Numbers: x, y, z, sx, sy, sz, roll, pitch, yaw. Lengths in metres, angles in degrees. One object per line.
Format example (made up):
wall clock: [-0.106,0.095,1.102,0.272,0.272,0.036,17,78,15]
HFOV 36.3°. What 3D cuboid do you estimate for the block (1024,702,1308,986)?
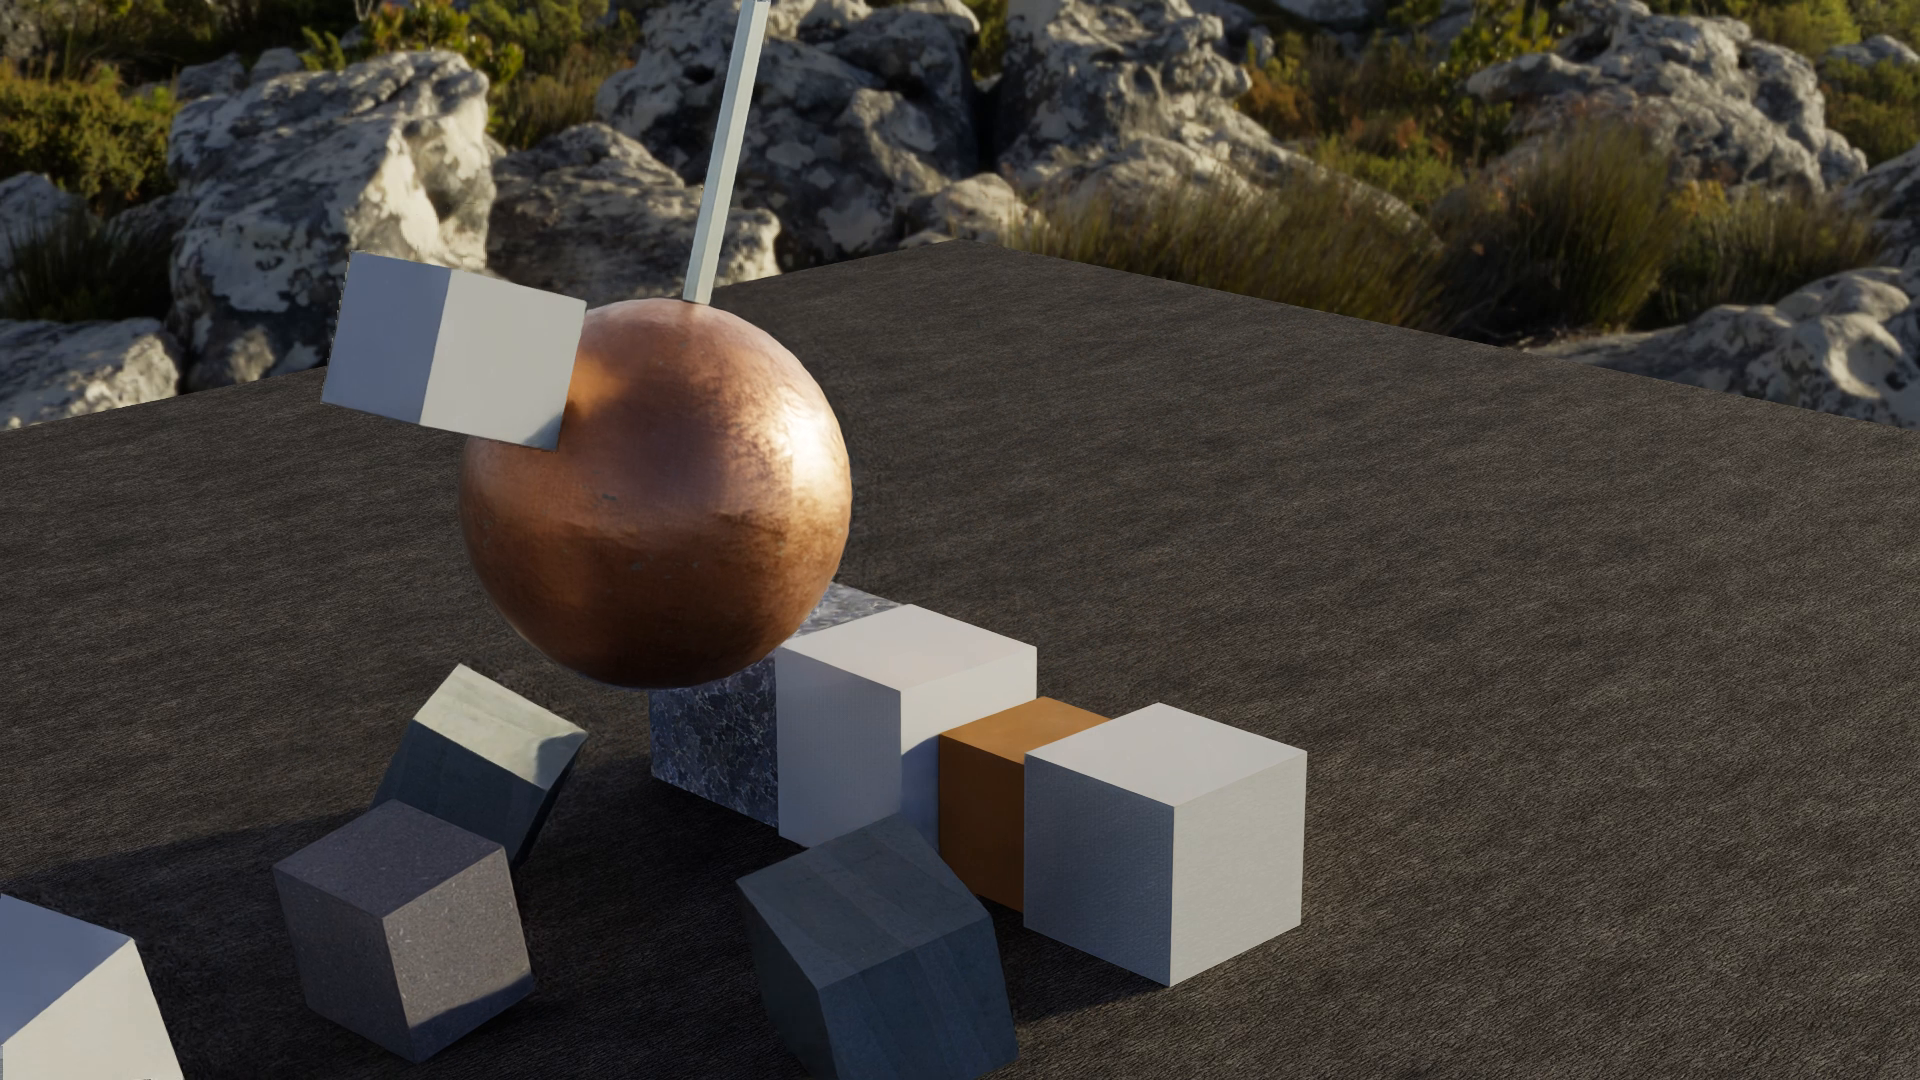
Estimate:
block: [0.891,1.309,12.811,0.854,0.820,0.876,17,24,42]

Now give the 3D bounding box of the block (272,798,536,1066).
block: [-2.268,1.587,11.974,0.738,0.693,0.619,16,34,40]

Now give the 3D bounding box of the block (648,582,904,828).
block: [-0.834,0.769,14.471,0.981,0.856,1.007,-17,24,-42]

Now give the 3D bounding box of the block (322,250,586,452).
block: [-1.929,-0.721,11.183,0.656,0.585,0.638,13,2,44]

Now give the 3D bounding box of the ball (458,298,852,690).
ball: [-1.240,-0.186,11.984,1.600,1.600,1.600,0,17,0]

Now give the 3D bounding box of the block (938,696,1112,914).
block: [0.370,1.204,13.332,0.687,0.708,0.627,-17,24,-42]

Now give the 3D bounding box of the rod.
rod: [-0.537,-3.499,11.679,0.080,5.200,0.080,17,7,42]

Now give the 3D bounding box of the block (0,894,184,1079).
block: [-3.540,1.886,10.845,0.852,0.714,0.799,11,36,31]

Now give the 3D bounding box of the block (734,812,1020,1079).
block: [-0.326,1.672,11.433,0.724,0.702,0.835,-21,31,-18]

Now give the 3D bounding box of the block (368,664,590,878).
block: [-2.196,1.107,13.248,0.672,0.679,0.636,28,23,-1]

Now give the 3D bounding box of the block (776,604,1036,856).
block: [-0.252,0.948,13.726,0.850,0.962,0.866,-16,23,-41]
